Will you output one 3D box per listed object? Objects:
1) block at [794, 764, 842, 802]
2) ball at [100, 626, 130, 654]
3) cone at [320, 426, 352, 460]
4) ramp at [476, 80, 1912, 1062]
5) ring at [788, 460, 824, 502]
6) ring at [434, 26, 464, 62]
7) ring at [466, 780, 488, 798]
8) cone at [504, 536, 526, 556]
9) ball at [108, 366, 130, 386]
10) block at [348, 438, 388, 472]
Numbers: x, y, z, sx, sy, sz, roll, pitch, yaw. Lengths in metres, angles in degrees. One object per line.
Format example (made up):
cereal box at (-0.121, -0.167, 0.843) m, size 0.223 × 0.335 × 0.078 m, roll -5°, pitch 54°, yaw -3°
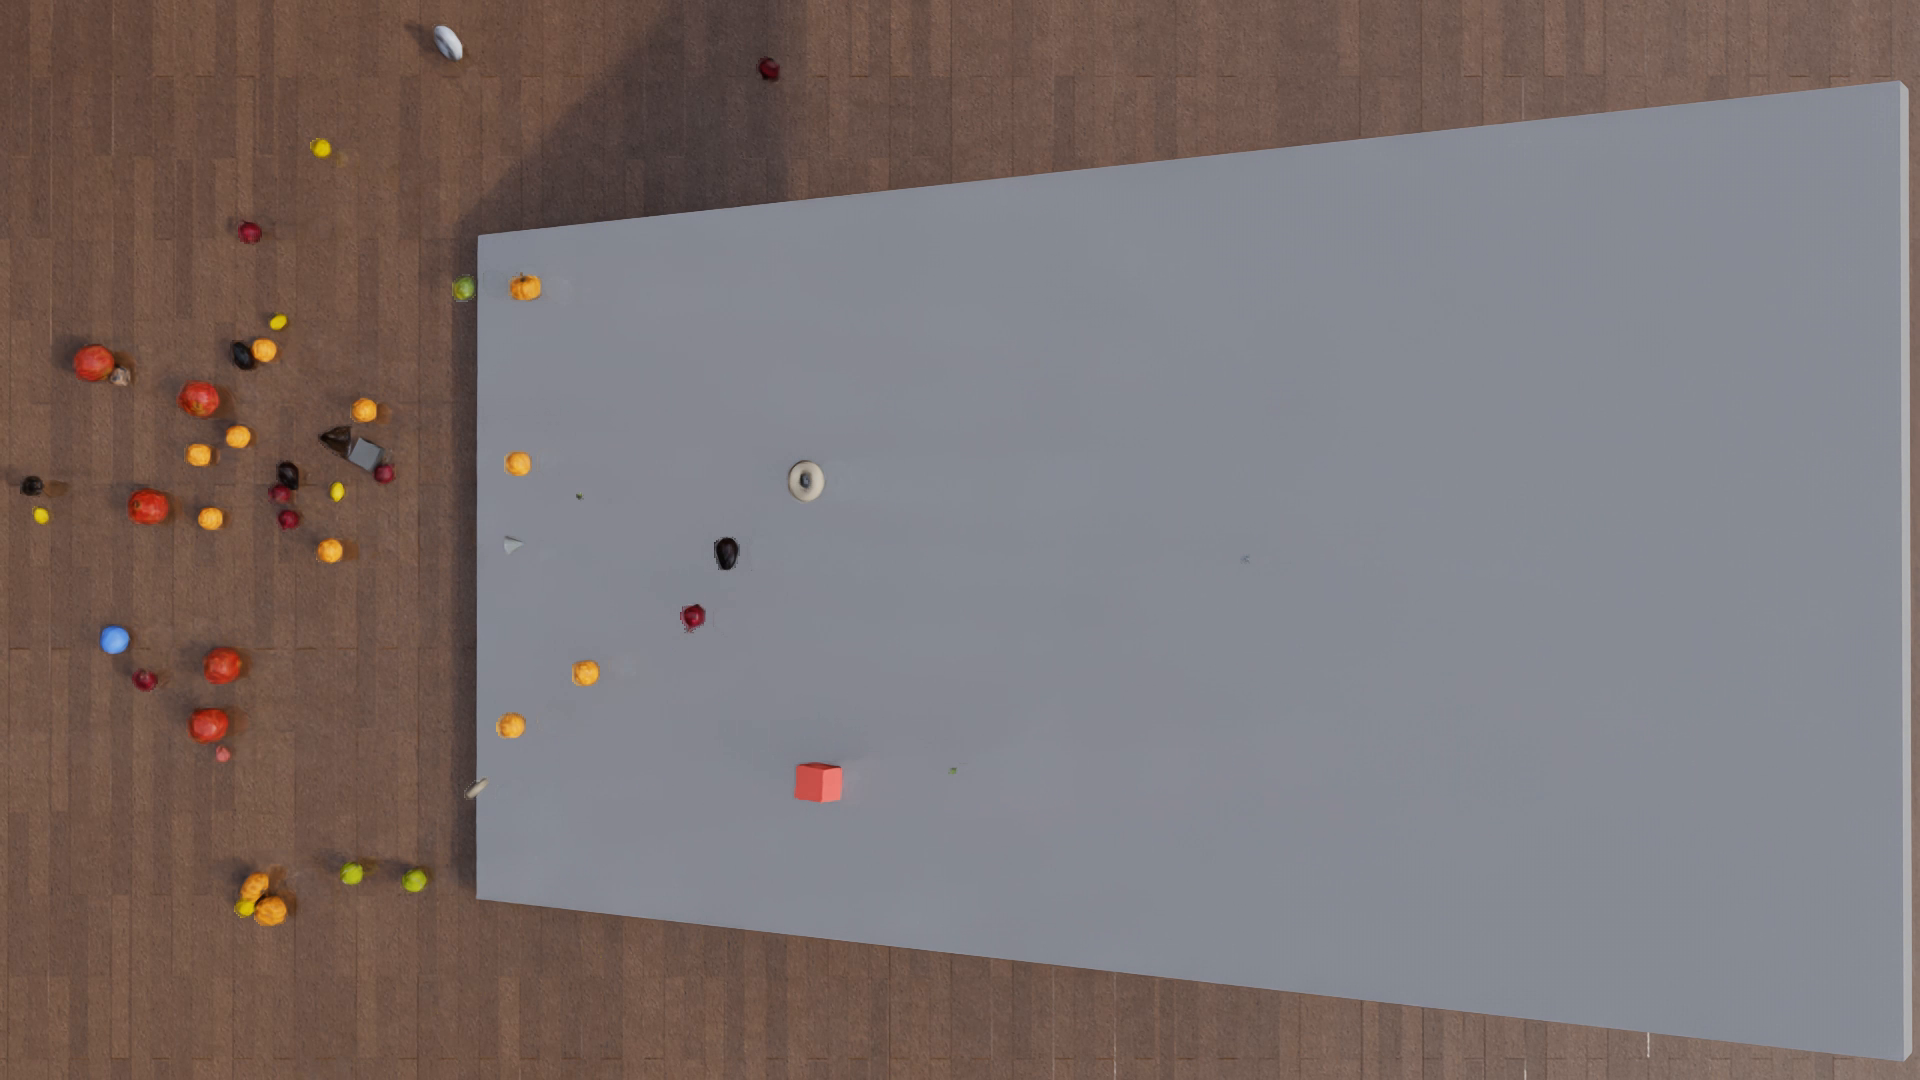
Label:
block at (-0.378, 0.650, 5.886) m, size 0.088 × 0.088 × 0.088 m, roll 5°, pitch 92°, yaw 32°
ball at (-2.564, 0.303, 6.668) m, size 0.085 × 0.085 × 0.085 m, roll 0°, pitch 89°, yaw 0°
cone at (-1.880, -0.281, 6.693) m, size 0.100 × 0.100 × 0.100 m, roll -18°, pitch 116°, yaw 0°
ramp at (0.259, 0.071, 5.598) m, size 4.000 × 0.100 × 2.000 m, roll 0°, pitch 89°, yaw 32°
ring at (-0.417, -0.159, 5.948) m, size 0.113 × 0.038 × 0.113 m, roll 1°, pitch 91°, yaw 32°
ring at (-1.547, -1.501, 6.650) m, size 0.039 × 0.116 × 0.116 m, roll -41°, pitch 90°, yaw -23°
ring at (-1.435, 0.739, 6.539) m, size 0.076 × 0.076 × 0.025 m, roll -41°, pitch 94°, yaw 0°
cone at (-1.314, 0.014, 6.523) m, size 0.059 × 0.059 × 0.059 m, roll -7°, pitch 89°, yaw 6°
ball at (-2.555, -0.498, 6.685) m, size 0.066 × 0.066 × 0.066 m, roll 0°, pitch 89°, yaw 0°
block at (-1.799, -0.258, 6.679) m, size 0.073 × 0.073 × 0.073 m, roll 29°, pitch 90°, yaw 0°
